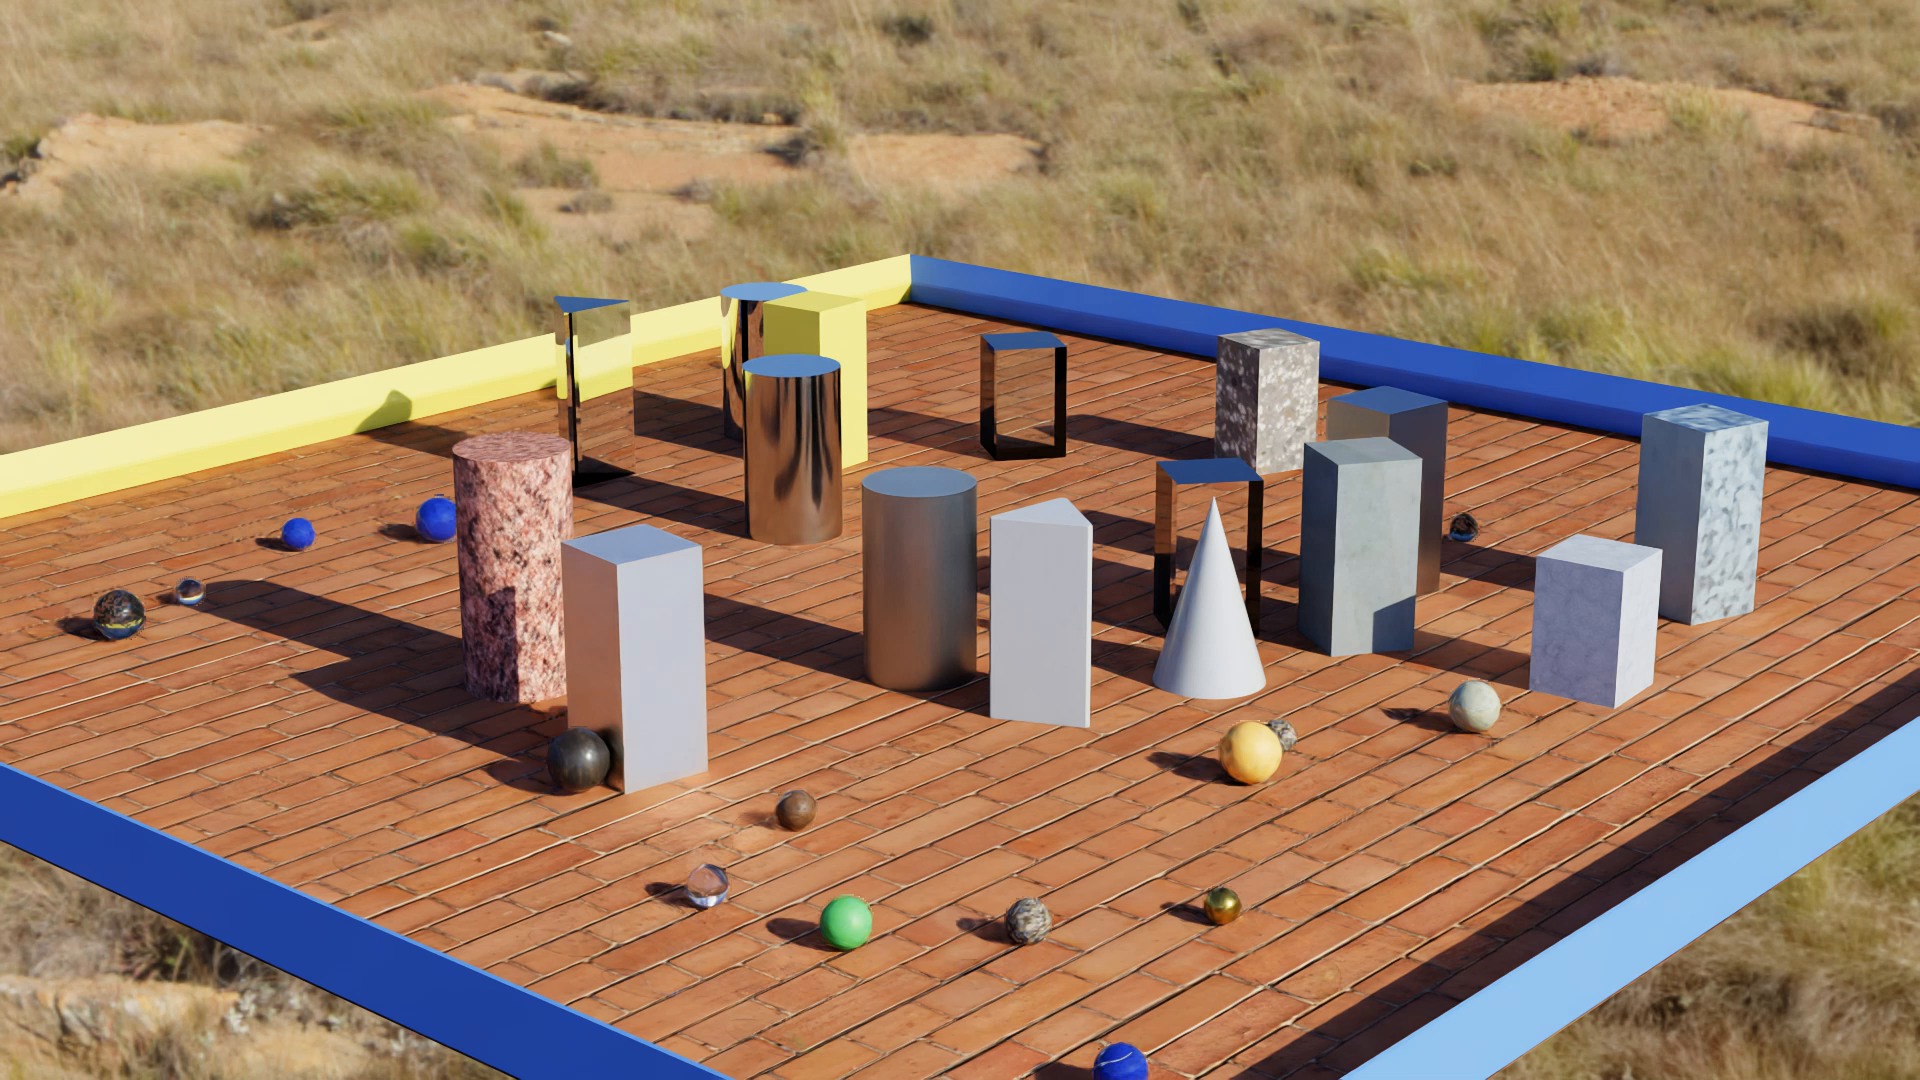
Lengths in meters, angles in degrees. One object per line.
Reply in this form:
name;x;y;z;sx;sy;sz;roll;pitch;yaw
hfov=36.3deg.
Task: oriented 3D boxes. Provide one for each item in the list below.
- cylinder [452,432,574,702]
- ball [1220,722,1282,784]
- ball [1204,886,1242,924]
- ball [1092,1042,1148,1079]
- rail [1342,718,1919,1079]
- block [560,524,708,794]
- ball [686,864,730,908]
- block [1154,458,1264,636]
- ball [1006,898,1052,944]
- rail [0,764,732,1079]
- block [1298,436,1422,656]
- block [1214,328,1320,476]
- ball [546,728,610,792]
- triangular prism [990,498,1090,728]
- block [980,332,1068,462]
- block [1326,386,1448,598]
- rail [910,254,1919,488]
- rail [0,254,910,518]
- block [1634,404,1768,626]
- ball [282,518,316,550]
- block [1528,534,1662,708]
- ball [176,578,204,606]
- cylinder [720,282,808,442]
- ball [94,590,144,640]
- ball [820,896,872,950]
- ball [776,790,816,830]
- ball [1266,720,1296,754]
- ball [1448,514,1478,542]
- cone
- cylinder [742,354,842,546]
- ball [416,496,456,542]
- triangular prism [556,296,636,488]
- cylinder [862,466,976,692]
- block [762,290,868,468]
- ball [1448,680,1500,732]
cylinder;-0.698;0.042;4.616;0.182;0.390;0.182;0;17;0
ball;0.422;0.309;4.254;0.089;0.089;0.089;0;17;0
ball;0.339;0.472;3.785;0.048;0.048;0.048;0;17;0
ball;0.182;0.602;3.328;0.064;0.064;0.064;0;17;0
rail;1.241;0.342;4.090;0.045;0.118;3.451;14;22;39
block;-0.473;0.171;4.266;0.146;0.346;0.146;-14;22;-38
ball;-0.330;0.452;3.836;0.056;0.056;0.056;0;17;0
block;0.415;0.014;4.915;0.146;0.270;0.146;-3;17;-10
ball;0.087;0.485;3.726;0.058;0.058;0.058;0;17;0
rail;-1.116;0.402;3.891;3.334;0.118;0.045;14;22;39
block;0.657;0.010;4.835;0.146;0.325;0.146;-5;17;-15
block;0.617;-0.280;5.907;0.146;0.258;0.146;-9;19;-28
ball;-0.548;0.316;4.210;0.091;0.091;0.091;0;17;0
triangular prism;0.140;0.107;4.518;0.158;0.321;0.137;5;18;16
block;0.129;-0.295;6.003;0.146;0.231;0.146;-4;17;-12
block;0.736;-0.078;5.092;0.146;0.342;0.146;-13;21;-37
rail;1.116;-0.343;6.351;3.334;0.118;0.045;14;22;39
rail;-1.241;-0.283;6.153;0.045;0.118;3.451;14;22;39
block;1.258;-0.045;4.995;0.146;0.337;0.146;-10;20;-30
ball;-1.210;-0.011;5.358;0.061;0.061;0.061;0;17;0
block;1.002;0.126;4.625;0.146;0.223;0.146;12;21;34
ball;-1.326;0.090;5.051;0.046;0.046;0.046;0;17;0
cylinder;-0.407;-0.372;6.133;0.182;0.302;0.182;0;17;0
ball;-1.398;0.124;4.875;0.083;0.083;0.083;0;17;0
ball;-0.144;0.485;3.711;0.067;0.067;0.067;0;17;0
ball;-0.229;0.376;4.088;0.056;0.056;0.056;0;17;0
ball;0.474;0.293;4.370;0.052;0.052;0.052;0;17;0
ball;0.929;-0.022;5.408;0.053;0.053;0.053;0;17;0
cone;0.398;0.076;4.644;0.182;0.307;0.182;0;17;0
cylinder;-0.310;-0.168;5.434;0.182;0.318;0.182;0;17;0
ball;-0.962;-0.038;5.406;0.084;0.084;0.084;0;17;0
triangular prism;-0.753;-0.300;5.811;0.137;0.352;0.158;16;23;42
cylinder;-0.064;0.061;4.673;0.182;0.320;0.182;0;17;0
block;-0.290;-0.317;5.900;0.146;0.333;0.146;12;21;35
ball;0.782;0.253;4.455;0.079;0.079;0.079;0;17;0
